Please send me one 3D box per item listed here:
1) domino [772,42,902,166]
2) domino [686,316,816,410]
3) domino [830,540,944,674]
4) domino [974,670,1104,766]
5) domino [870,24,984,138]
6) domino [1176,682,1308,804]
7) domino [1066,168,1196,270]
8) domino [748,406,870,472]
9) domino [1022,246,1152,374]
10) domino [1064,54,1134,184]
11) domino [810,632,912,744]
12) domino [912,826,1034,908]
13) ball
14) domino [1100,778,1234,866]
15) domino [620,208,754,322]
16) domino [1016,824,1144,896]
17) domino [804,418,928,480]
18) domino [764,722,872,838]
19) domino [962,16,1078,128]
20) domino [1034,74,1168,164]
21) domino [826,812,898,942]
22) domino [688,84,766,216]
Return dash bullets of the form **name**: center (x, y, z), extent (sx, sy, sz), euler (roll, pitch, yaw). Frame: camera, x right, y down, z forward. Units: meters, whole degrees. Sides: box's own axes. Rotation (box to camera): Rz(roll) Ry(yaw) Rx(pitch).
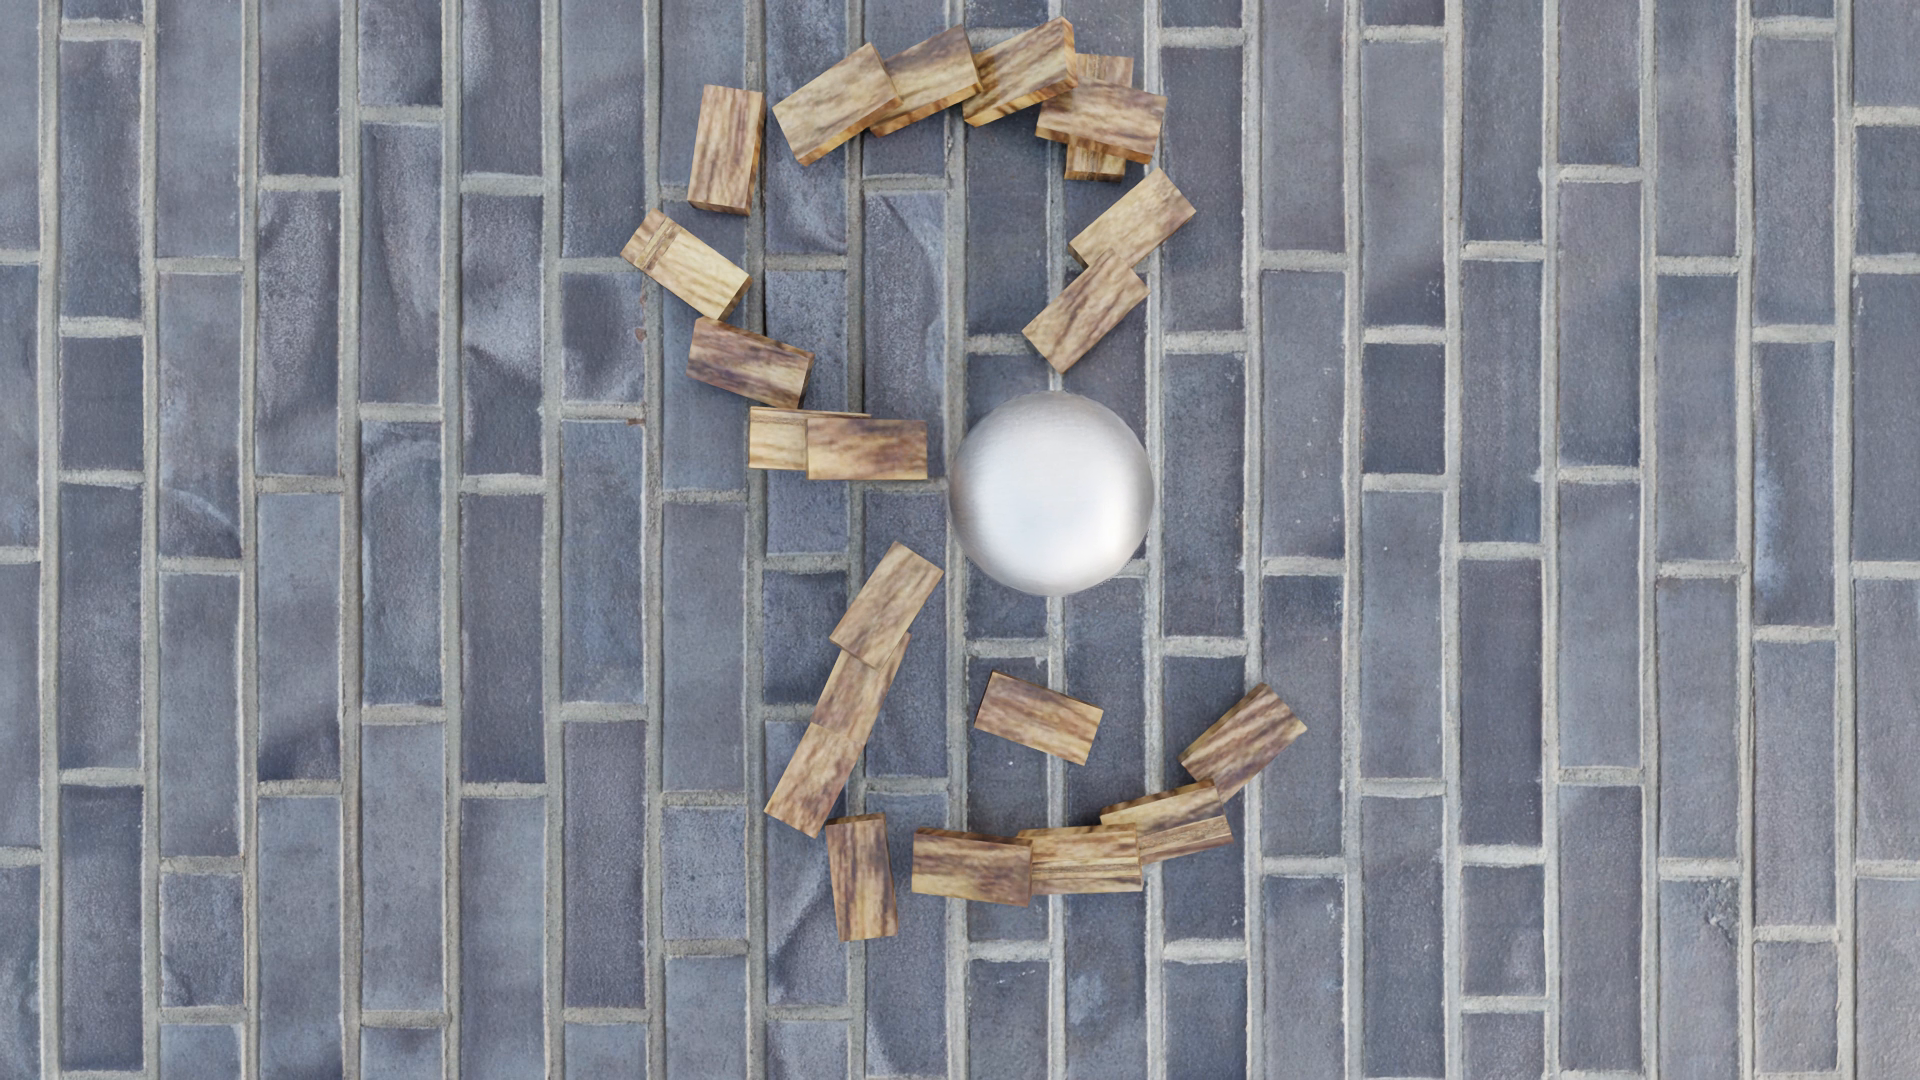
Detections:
- **domino**: center (-0.052, -0.184, 0.388), extent (0.050, 0.010, 0.025), euler (-26, 90, 16)
- **domino**: center (-0.089, -0.075, 0.391), extent (0.050, 0.009, 0.025), euler (19, 114, 0)
- **domino**: center (-0.031, 0.028, 0.388), extent (0.025, 0.009, 0.050), euler (32, 74, 3)
- **domino**: center (0.034, 0.076, 0.395), extent (0.050, 0.010, 0.025), euler (19, 90, 0)
- **domino**: center (-0.018, -0.194, 0.388), extent (0.050, 0.010, 0.025), euler (-17, 90, 17)
- **domino**: center (0.121, 0.088, 0.395), extent (0.050, 0.010, 0.025), euler (-42, 90, 0)
- **domino**: center (0.074, -0.133, 0.395), extent (0.050, 0.009, 0.025), euler (-40, 90, 0)
- **domino**: center (-0.064, -0.042, 0.388), extent (0.050, 0.009, 0.025), euler (1, 90, -17)
- **domino**: center (0.053, -0.097, 0.389), extent (0.050, 0.010, 0.025), euler (-42, 90, 14)
- **domino**: center (0.060, -0.182, 0.395), extent (0.025, 0.010, 0.050), euler (4, 90, 0)
- **domino**: center (-0.042, 0.059, 0.390), extent (0.025, 0.009, 0.050), euler (23, 77, 0)
- **domino**: center (0.005, 0.139, 0.390), extent (0.050, 0.009, 0.025), euler (2, 90, 13)
- **ball**: center (0.035, -0.018, 0.360), extent (0.080, 0.080, 0.080), euler (0, 90, 0)
- **domino**: center (0.088, 0.121, 0.390), extent (0.050, 0.010, 0.025), euler (-19, 90, 13)
- **domino**: center (-0.118, -0.117, 0.395), extent (0.050, 0.010, 0.025), euler (36, 90, 0)
- **domino**: center (0.051, 0.136, 0.389), extent (0.050, 0.010, 0.025), euler (-8, 90, 15)
- **domino**: center (-0.039, -0.038, 0.386), extent (0.050, 0.009, 0.025), euler (-1, 91, -17)
- **domino**: center (-0.061, 0.099, 0.395), extent (0.025, 0.009, 0.050), euler (28, 90, 0)
- **domino**: center (0.024, -0.194, 0.382), extent (0.050, 0.010, 0.025), euler (-5, 90, 35)
- **domino**: center (0.059, -0.178, 0.386), extent (0.050, 0.010, 0.025), euler (14, 90, 0)
- **domino**: center (-0.042, 0.145, 0.395), extent (0.025, 0.010, 0.050), euler (-7, 90, 0)
- **domino**: center (-0.100, -0.168, 0.395), extent (0.025, 0.009, 0.050), euler (9, 90, 0)
